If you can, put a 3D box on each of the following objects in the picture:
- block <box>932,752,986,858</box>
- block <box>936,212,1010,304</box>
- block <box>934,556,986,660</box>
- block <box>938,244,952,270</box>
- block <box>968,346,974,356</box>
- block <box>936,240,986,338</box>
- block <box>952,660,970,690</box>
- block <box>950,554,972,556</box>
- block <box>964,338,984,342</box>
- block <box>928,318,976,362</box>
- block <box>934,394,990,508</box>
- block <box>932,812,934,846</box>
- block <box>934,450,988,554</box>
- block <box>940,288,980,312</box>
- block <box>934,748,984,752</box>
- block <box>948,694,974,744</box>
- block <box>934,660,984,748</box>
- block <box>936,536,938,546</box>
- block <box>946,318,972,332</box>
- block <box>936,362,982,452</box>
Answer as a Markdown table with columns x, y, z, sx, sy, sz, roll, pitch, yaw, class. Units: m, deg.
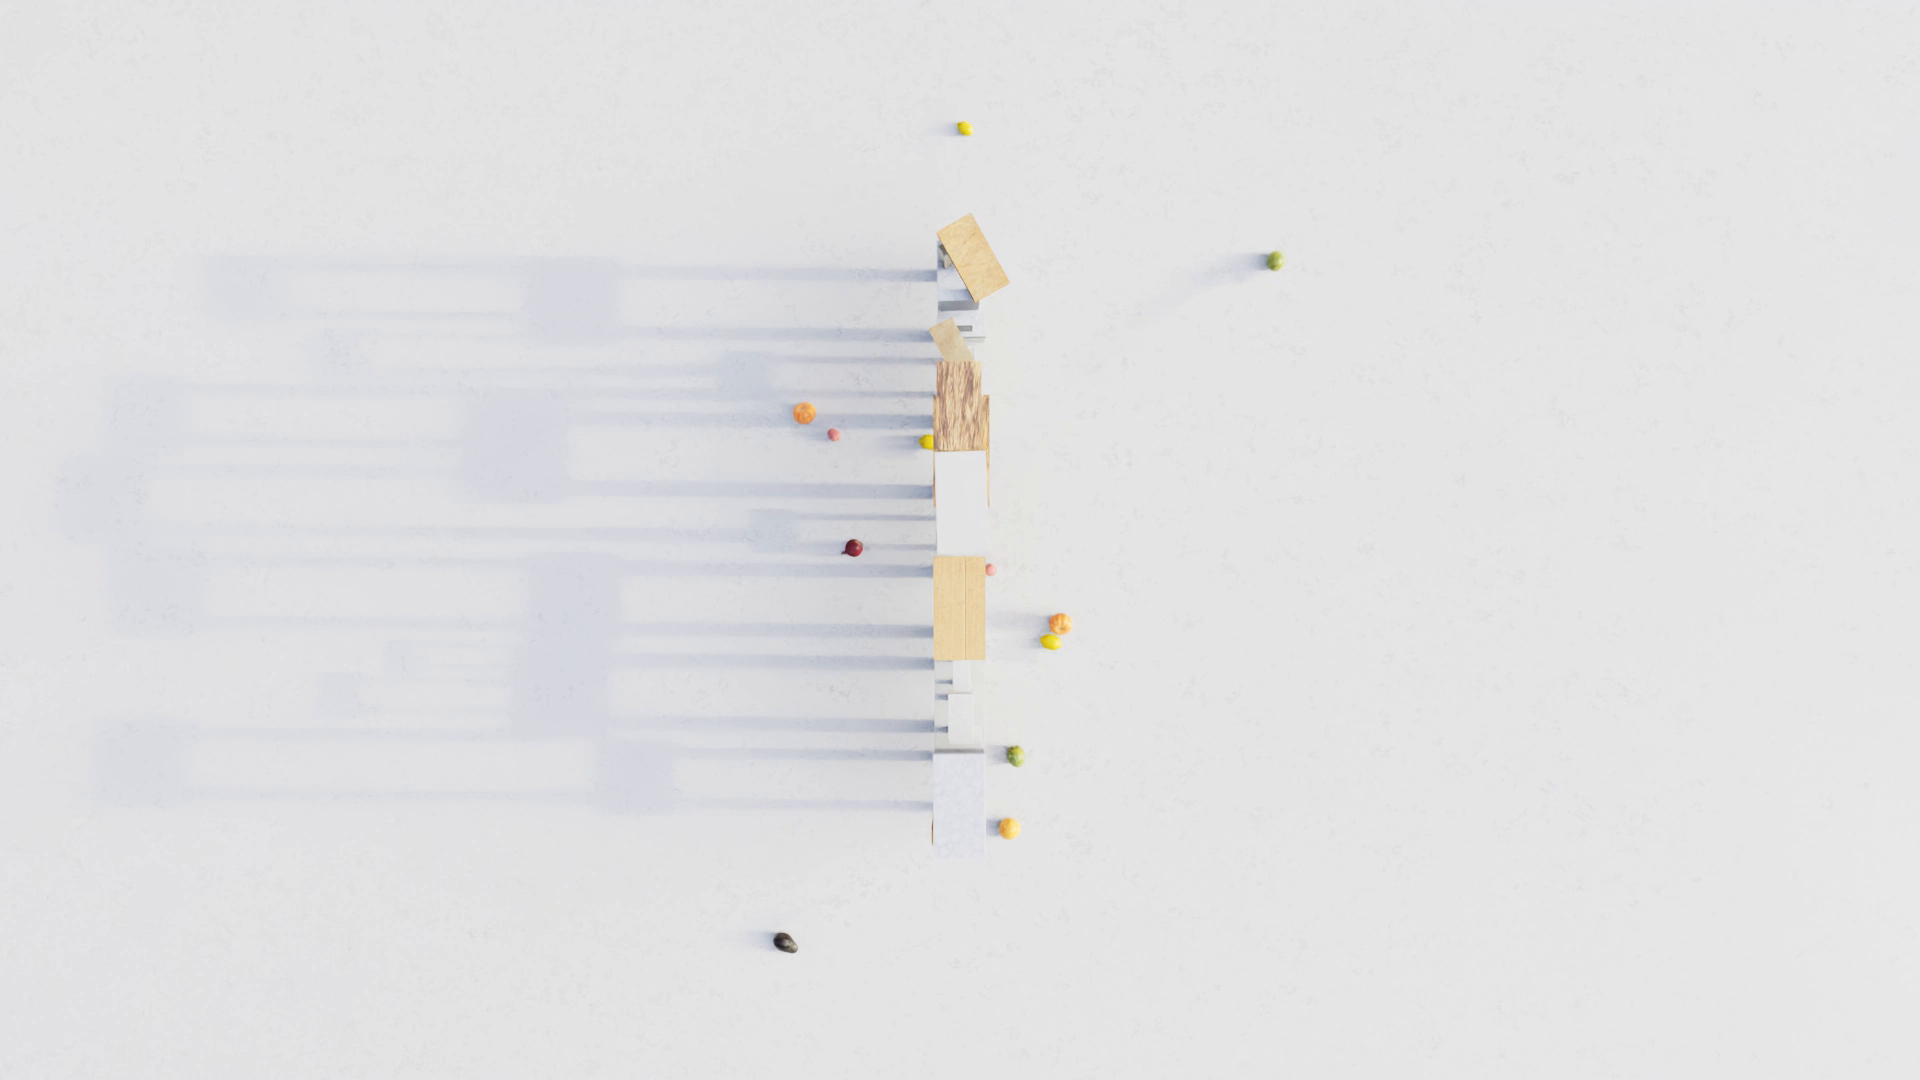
| x | y | z | sx | sy | sz | roll | pitch | yaw | class |
| --- | --- | --- | --- | --- | --- | --- | --- | --- | --- |
| -0.002 | 0.775 | 4.819 | 0.152 | 0.043 | 0.304 | 0 | 90 | 0 | block |
| 0.039 | -0.839 | 4.901 | 0.118 | 0.034 | 0.237 | -29 | 90 | 0 | block |
| -0.002 | 0.200 | 4.832 | 0.151 | 0.043 | 0.302 | 0 | 90 | 0 | block |
| -0.005 | -0.891 | 5.036 | 0.118 | 0.237 | 0.034 | -31 | 90 | 0 | block |
| 0.004 | -0.539 | 5.319 | 0.085 | 0.024 | 0.169 | 0 | 90 | 0 | block |
| 0.005 | -0.786 | 5.176 | 0.151 | 0.043 | 0.302 | -1 | 90 | 0 | block |
| 0.004 | 0.408 | 5.033 | 0.052 | 0.015 | 0.104 | 0 | 90 | 0 | block |
| 0.002 | -0.023 | 5.343 | 0.073 | 0.021 | 0.147 | 0 | 90 | 0 | block |
| 0.004 | -0.681 | 5.349 | 0.151 | 0.302 | 0.043 | 0 | 89 | 0 | block |
| -0.023 | -0.584 | 4.984 | 0.080 | 0.023 | 0.159 | -28 | 90 | 0 | block |
| 0.004 | -0.275 | 5.127 | 0.174 | 0.049 | 0.348 | 0 | 90 | 0 | block |
| -0.009 | 0.873 | 5.026 | 0.152 | 0.371 | 0.043 | -1 | 90 | 0 | block |
| 0.005 | -0.108 | 4.785 | 0.148 | 0.042 | 0.296 | -2 | 90 | 0 | block |
| -0.001 | -0.733 | 5.036 | 0.118 | 0.237 | 0.034 | -2 | 90 | 0 | block |
| -0.002 | 0.674 | 4.992 | 0.152 | 0.304 | 0.043 | 0 | 91 | 0 | block |
| 0.002 | 0.540 | 4.983 | 0.076 | 0.021 | 0.151 | 0 | 90 | 0 | block |
| -0.002 | 0.518 | 5.167 | 0.156 | 0.044 | 0.311 | 0 | 90 | 0 | block |
| 0.004 | -0.006 | 5.069 | 0.148 | 0.526 | 0.042 | 0 | 90 | 0 | block |
| -0.001 | -0.662 | 5.075 | 0.080 | 0.159 | 0.023 | -1 | 91 | 0 | block |
| -0.003 | -0.390 | 4.822 | 0.131 | 0.037 | 0.261 | 0 | 90 | 0 | block |
